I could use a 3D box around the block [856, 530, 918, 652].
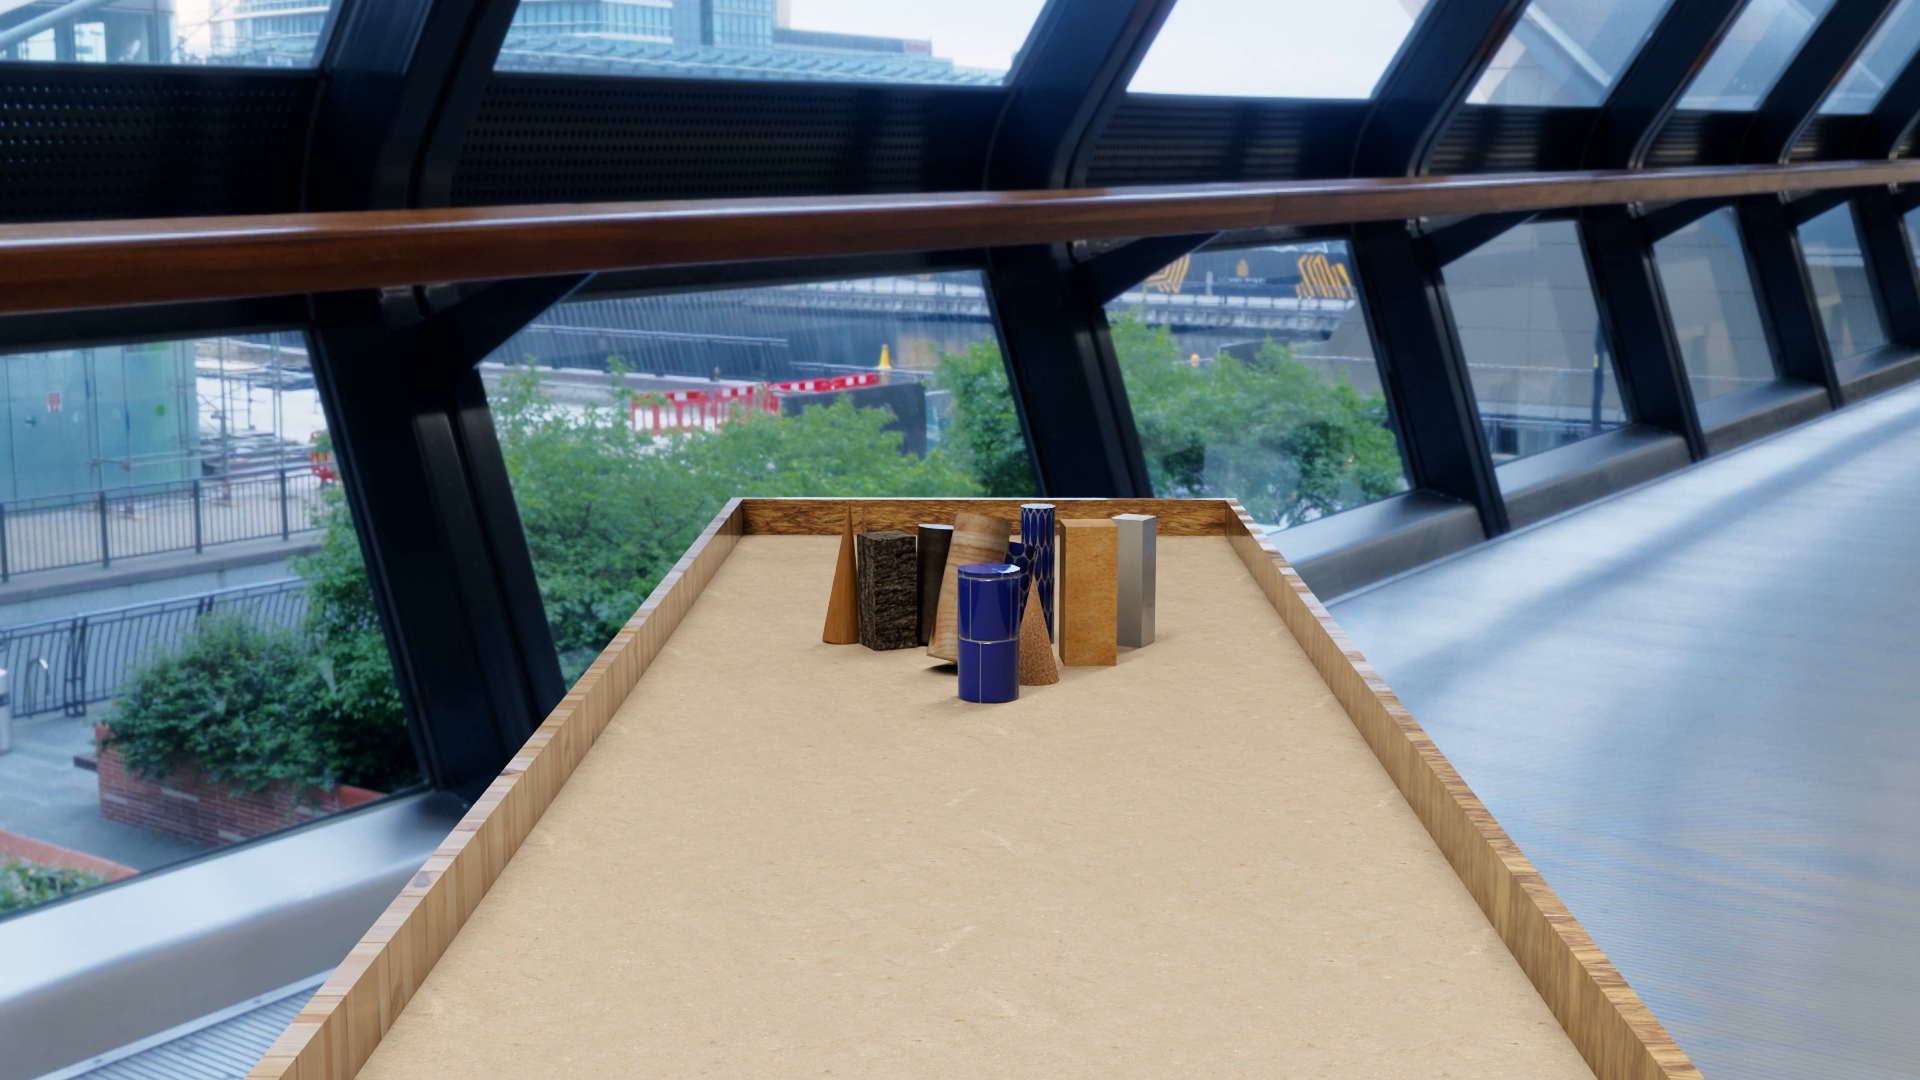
[{"bbox_3d":[-0.228,0.158,6.889,0.140,0.351,0.140,-5,10,-25],"label":"block"}]

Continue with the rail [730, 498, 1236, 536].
[{"bbox_3d":[0.099,-0.098,9.147,2.100,0.150,0.050,0,9,1],"label":"rail"}]

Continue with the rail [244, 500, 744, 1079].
[{"bbox_3d":[-1.004,0.839,3.234,0.050,0.150,12.000,0,9,1],"label":"rail"}]

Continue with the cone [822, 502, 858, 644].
[{"bbox_3d":[-0.359,0.092,6.958,0.134,0.454,0.134,3,9,0],"label":"cone"}]

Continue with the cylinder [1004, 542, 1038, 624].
[{"bbox_3d":[0.125,0.176,6.710,0.179,0.333,0.179,10,-5,1],"label":"cylinder"}]

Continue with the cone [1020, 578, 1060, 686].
[{"bbox_3d":[0.214,0.254,6.402,0.153,0.315,0.153,0,9,0],"label":"cone"}]

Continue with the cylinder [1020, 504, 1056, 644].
[{"bbox_3d":[0.245,0.109,6.928,0.108,0.436,0.108,0,9,0],"label":"cylinder"}]

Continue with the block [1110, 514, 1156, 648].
[{"bbox_3d":[0.544,0.127,6.916,0.108,0.403,0.108,5,10,27],"label":"block"}]

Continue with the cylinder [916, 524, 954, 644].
[{"bbox_3d":[-0.070,0.138,6.945,0.148,0.362,0.148,4,5,0],"label":"cylinder"}]

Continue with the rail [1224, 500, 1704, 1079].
[{"bbox_3d":[1.046,0.843,3.208,0.050,0.150,12.000,0,9,1],"label":"rail"}]

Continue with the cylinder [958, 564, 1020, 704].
[{"bbox_3d":[0.081,0.261,6.183,0.174,0.369,0.174,0,9,0],"label":"cylinder"}]

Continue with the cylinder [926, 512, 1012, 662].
[{"bbox_3d":[0.028,0.149,6.567,0.171,0.439,0.171,12,-4,1],"label":"cylinder"}]

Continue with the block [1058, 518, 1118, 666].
[{"bbox_3d":[0.387,0.158,6.658,0.156,0.424,0.156,-1,9,-4],"label":"block"}]
